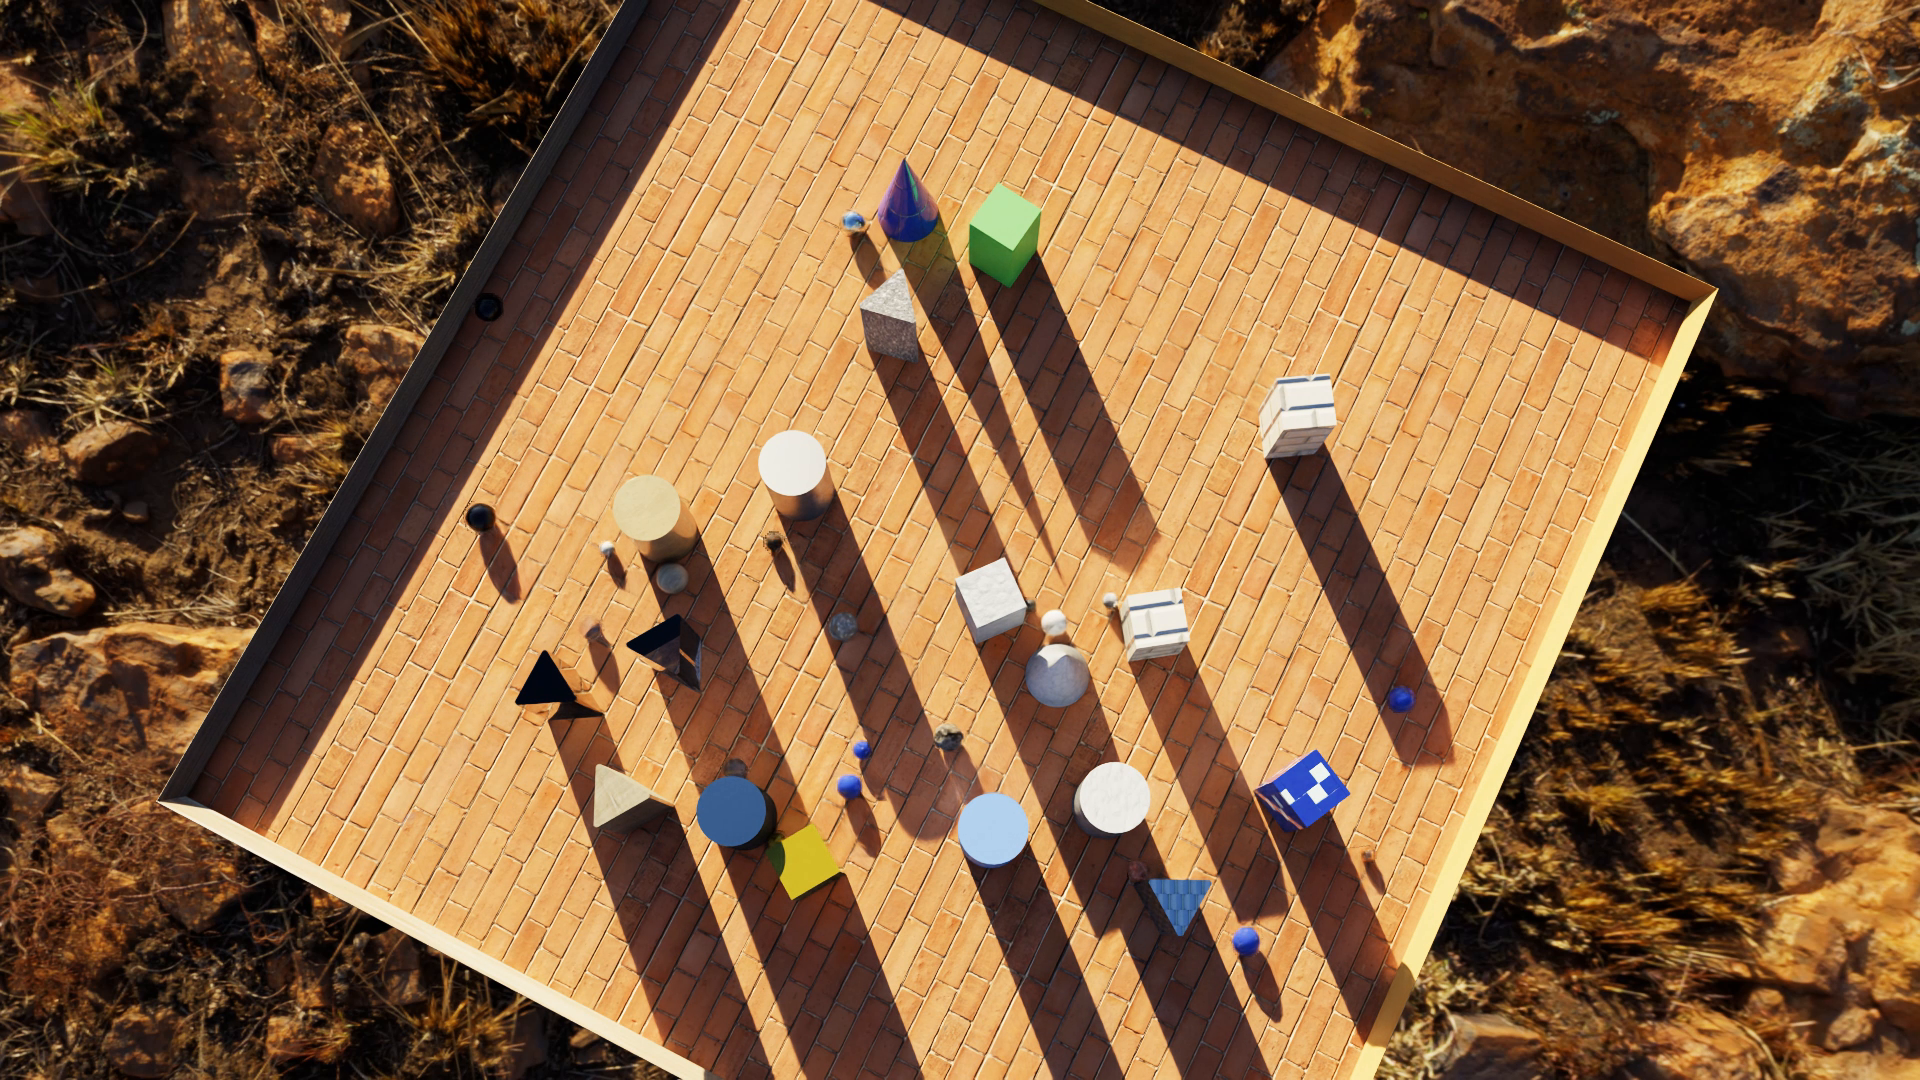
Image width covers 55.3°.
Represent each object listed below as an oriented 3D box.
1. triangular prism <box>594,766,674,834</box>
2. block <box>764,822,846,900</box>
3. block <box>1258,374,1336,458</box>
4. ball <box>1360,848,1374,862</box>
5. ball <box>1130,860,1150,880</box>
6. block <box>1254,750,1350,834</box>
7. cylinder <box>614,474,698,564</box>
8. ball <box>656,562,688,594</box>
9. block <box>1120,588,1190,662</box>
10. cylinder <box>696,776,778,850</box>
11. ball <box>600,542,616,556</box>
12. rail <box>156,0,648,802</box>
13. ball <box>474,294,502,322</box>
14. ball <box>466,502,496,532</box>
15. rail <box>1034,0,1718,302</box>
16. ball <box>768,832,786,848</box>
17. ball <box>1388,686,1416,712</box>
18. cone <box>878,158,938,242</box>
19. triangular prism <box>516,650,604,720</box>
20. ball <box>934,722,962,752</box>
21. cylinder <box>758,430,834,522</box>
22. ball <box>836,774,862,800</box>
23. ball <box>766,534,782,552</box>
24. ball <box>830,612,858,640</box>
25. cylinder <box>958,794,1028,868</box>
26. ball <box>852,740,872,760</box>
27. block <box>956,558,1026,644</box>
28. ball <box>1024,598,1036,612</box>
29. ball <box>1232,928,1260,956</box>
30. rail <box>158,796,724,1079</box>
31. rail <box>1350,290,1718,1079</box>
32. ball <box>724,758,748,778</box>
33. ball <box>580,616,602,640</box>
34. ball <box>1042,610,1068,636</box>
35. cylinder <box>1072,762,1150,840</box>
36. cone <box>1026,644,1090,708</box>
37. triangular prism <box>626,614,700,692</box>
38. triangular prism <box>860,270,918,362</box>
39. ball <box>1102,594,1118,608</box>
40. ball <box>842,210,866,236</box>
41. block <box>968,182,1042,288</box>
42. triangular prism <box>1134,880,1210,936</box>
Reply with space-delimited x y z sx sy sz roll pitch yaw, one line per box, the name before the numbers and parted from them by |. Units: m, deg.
triangular prism | -0.959 0.724 5.239 0.169 0.445 0.146 -29 80 -6
block | -0.443 0.930 5.282 0.156 0.278 0.156 -30 80 -6
block | 1.012 -0.370 5.517 0.156 0.344 0.156 -5 78 -1
ball | 1.202 0.929 5.403 0.041 0.041 0.041 0 78 0
ball | 0.528 0.972 5.385 0.059 0.059 0.059 0 78 0
block | 0.982 0.727 5.286 0.156 0.353 0.156 -35 81 -7
cylinder | -0.903 -0.058 5.451 0.195 0.347 0.195 0 78 0
ball | -0.869 0.115 5.543 0.098 0.098 0.098 0 78 0
block | 0.572 0.253 5.422 0.156 0.278 0.156 -9 78 -2
cylinder | -0.640 0.791 5.286 0.195 0.326 0.195 0 78 0
ball | -1.074 0.028 5.588 0.044 0.044 0.044 0 78 0
rail | -1.536 -0.746 5.705 0.045 0.127 3.495 26 80 5
ball | -1.473 -0.723 5.724 0.084 0.084 0.084 0 78 0
ball | -1.459 -0.068 5.584 0.092 0.092 0.092 0 78 0
rail | 0.771 -1.503 5.862 3.483 0.127 0.045 26 80 5
ball | -0.540 0.890 5.405 0.053 0.053 0.053 0 78 0
ball | 1.321 0.475 5.478 0.078 0.078 0.078 0 78 0
cone | -0.165 -1.083 5.617 0.195 0.438 0.195 0 78 0
triangular prism | -1.162 0.420 5.326 0.169 0.399 0.146 -4 78 -1
ball | -0.034 0.586 5.453 0.084 0.084 0.084 0 78 0
cylinder | -0.486 -0.188 5.477 0.195 0.350 0.195 0 78 0
ball | -0.329 0.730 5.427 0.074 0.074 0.074 0 78 0
ball | -0.566 0.008 5.588 0.052 0.052 0.052 0 78 0
ball | -0.349 0.260 5.519 0.086 0.086 0.086 0 78 0
cylinder | 0.092 0.835 5.245 0.195 0.390 0.195 0 78 0
ball | -0.292 0.626 5.459 0.054 0.054 0.054 0 78 0
block | 0.089 0.183 5.417 0.156 0.316 0.156 -23 79 -5
ball | 0.211 0.199 5.555 0.040 0.040 0.040 0 78 0
ball | 0.833 1.168 5.333 0.082 0.082 0.082 0 78 0
rail | -0.771 1.516 5.237 3.483 0.127 0.045 26 80 5
rail | 1.536 0.759 5.394 0.045 0.127 3.495 26 80 5
ball | -0.666 0.685 5.438 0.072 0.072 0.072 0 78 0
ball | -1.113 0.266 5.527 0.069 0.069 0.069 0 78 0
ball | 0.284 0.252 5.524 0.078 0.078 0.078 0 78 0
cylinder | 0.430 0.753 5.264 0.195 0.386 0.195 0 78 0
cone | 0.294 0.363 5.314 0.195 0.446 0.195 0 78 0
triangular prism | -0.824 0.313 5.334 0.169 0.425 0.146 28 80 6
triangular prism | -0.191 -0.687 5.556 0.169 0.398 0.146 17 79 3
ball | 0.455 0.186 5.555 0.046 0.046 0.046 0 78 0
ball | -0.336 -1.000 5.784 0.078 0.078 0.078 0 78 0
block | 0.136 -0.933 5.639 0.156 0.334 0.156 33 80 6
triangular prism | 0.575 1.005 5.179 0.146 0.449 0.169 31 80 6
